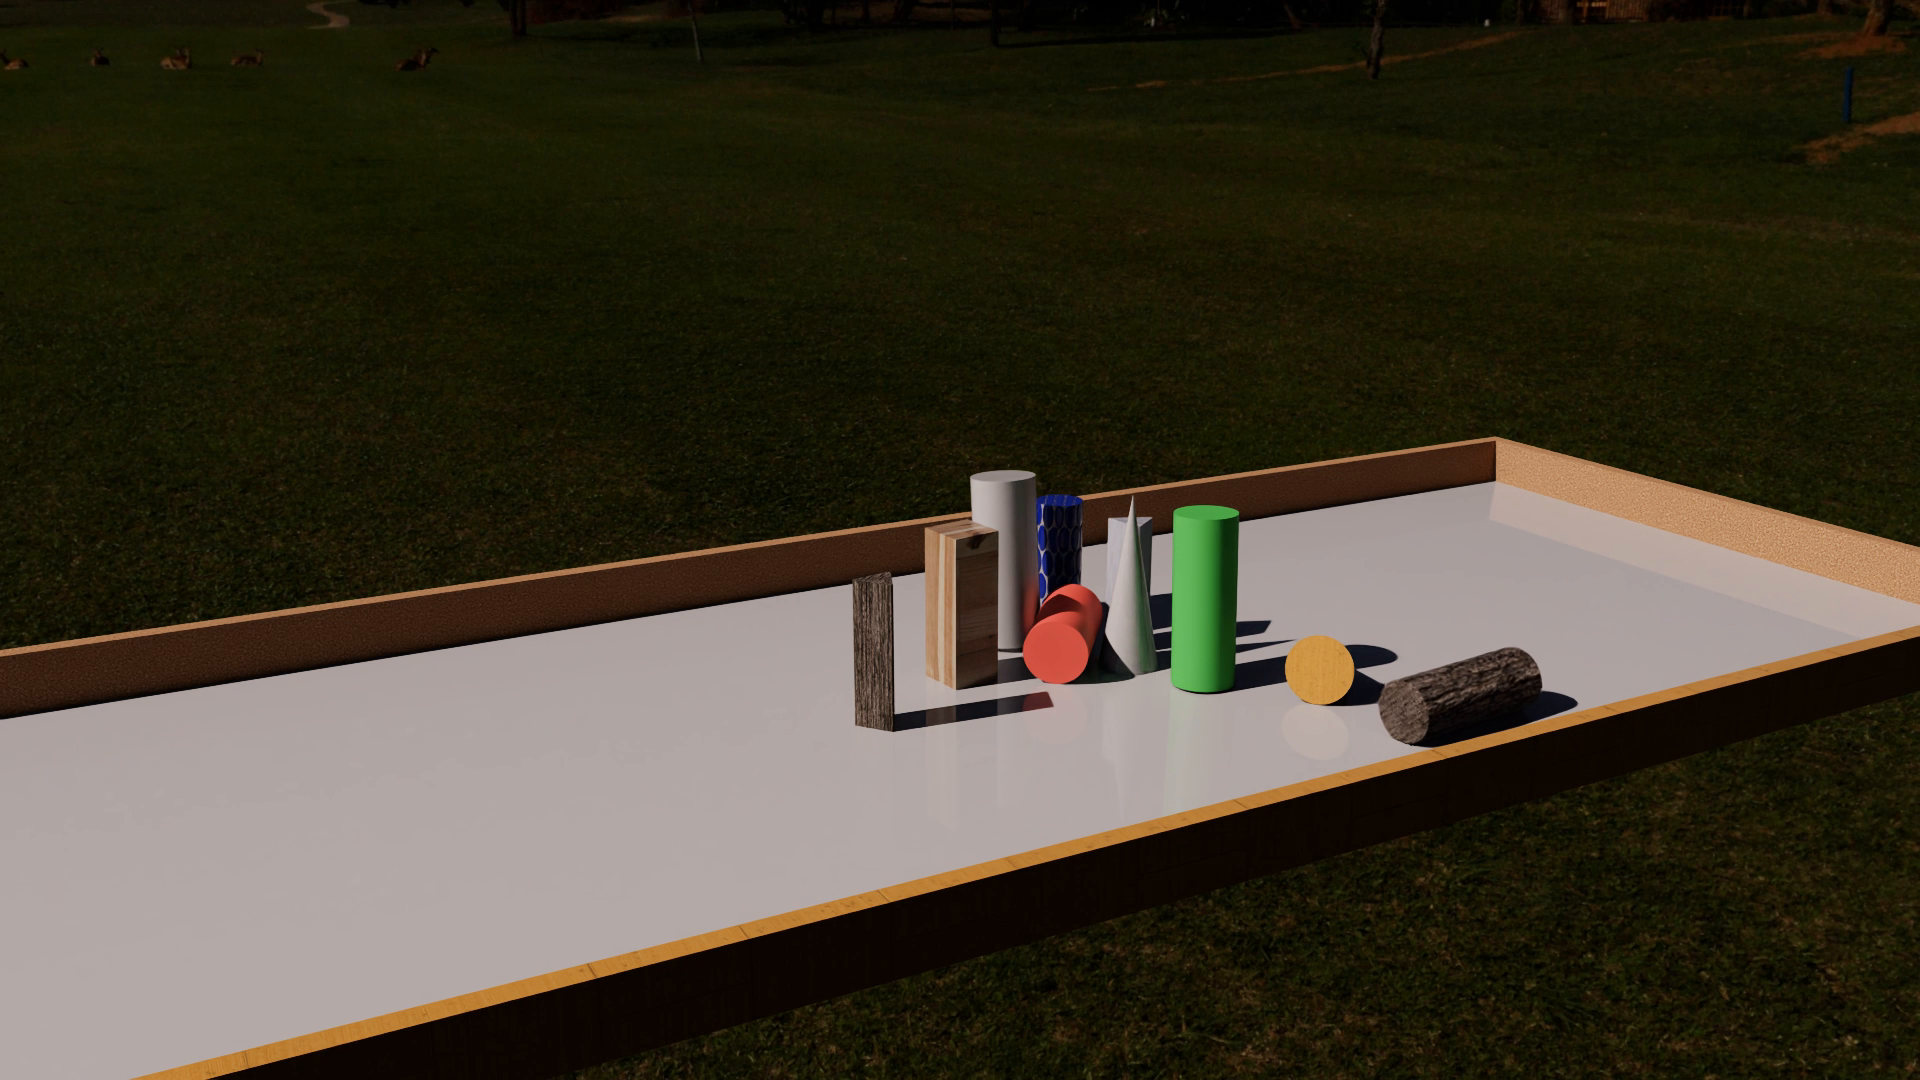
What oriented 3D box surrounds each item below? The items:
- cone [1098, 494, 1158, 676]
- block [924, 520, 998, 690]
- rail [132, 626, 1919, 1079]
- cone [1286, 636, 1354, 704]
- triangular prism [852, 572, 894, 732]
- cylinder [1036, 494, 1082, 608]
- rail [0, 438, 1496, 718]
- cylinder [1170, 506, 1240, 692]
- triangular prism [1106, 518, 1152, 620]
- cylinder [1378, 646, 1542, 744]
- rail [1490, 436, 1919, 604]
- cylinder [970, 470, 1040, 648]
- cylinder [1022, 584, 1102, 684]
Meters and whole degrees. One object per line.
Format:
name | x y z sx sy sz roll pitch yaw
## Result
cone | 0.434 0.103 4.194 0.155 0.456 0.155 0 16 0
block | 0.004 0.160 4.119 0.130 0.389 0.130 -12 20 -34
rail | -2.336 1.006 1.665 12.000 0.150 0.050 -9 18 -27
cone | 0.934 0.317 4.131 0.168 0.168 0.302 8 2 25
triangular prism | -0.182 0.257 3.844 0.102 0.359 0.088 7 18 23
cylinder | 0.274 0.052 4.581 0.129 0.336 0.129 0 16 0
rail | -3.305 0.497 3.399 12.000 0.150 0.050 -9 18 -27
cylinder | 0.605 0.144 4.080 0.159 0.436 0.159 -1 14 0
triangular prism | 0.466 0.111 4.369 0.102 0.339 0.117 -10 17 -35
cylinder | 1.174 0.361 3.864 0.394 0.148 0.148 -11 19 -32
rail | 2.466 -0.048 5.253 0.050 0.150 2.100 -9 18 -27
cylinder | 0.122 0.050 4.371 0.172 0.446 0.172 -2 12 1
cylinder | 0.269 0.238 4.252 0.165 0.165 0.312 3 17 11
